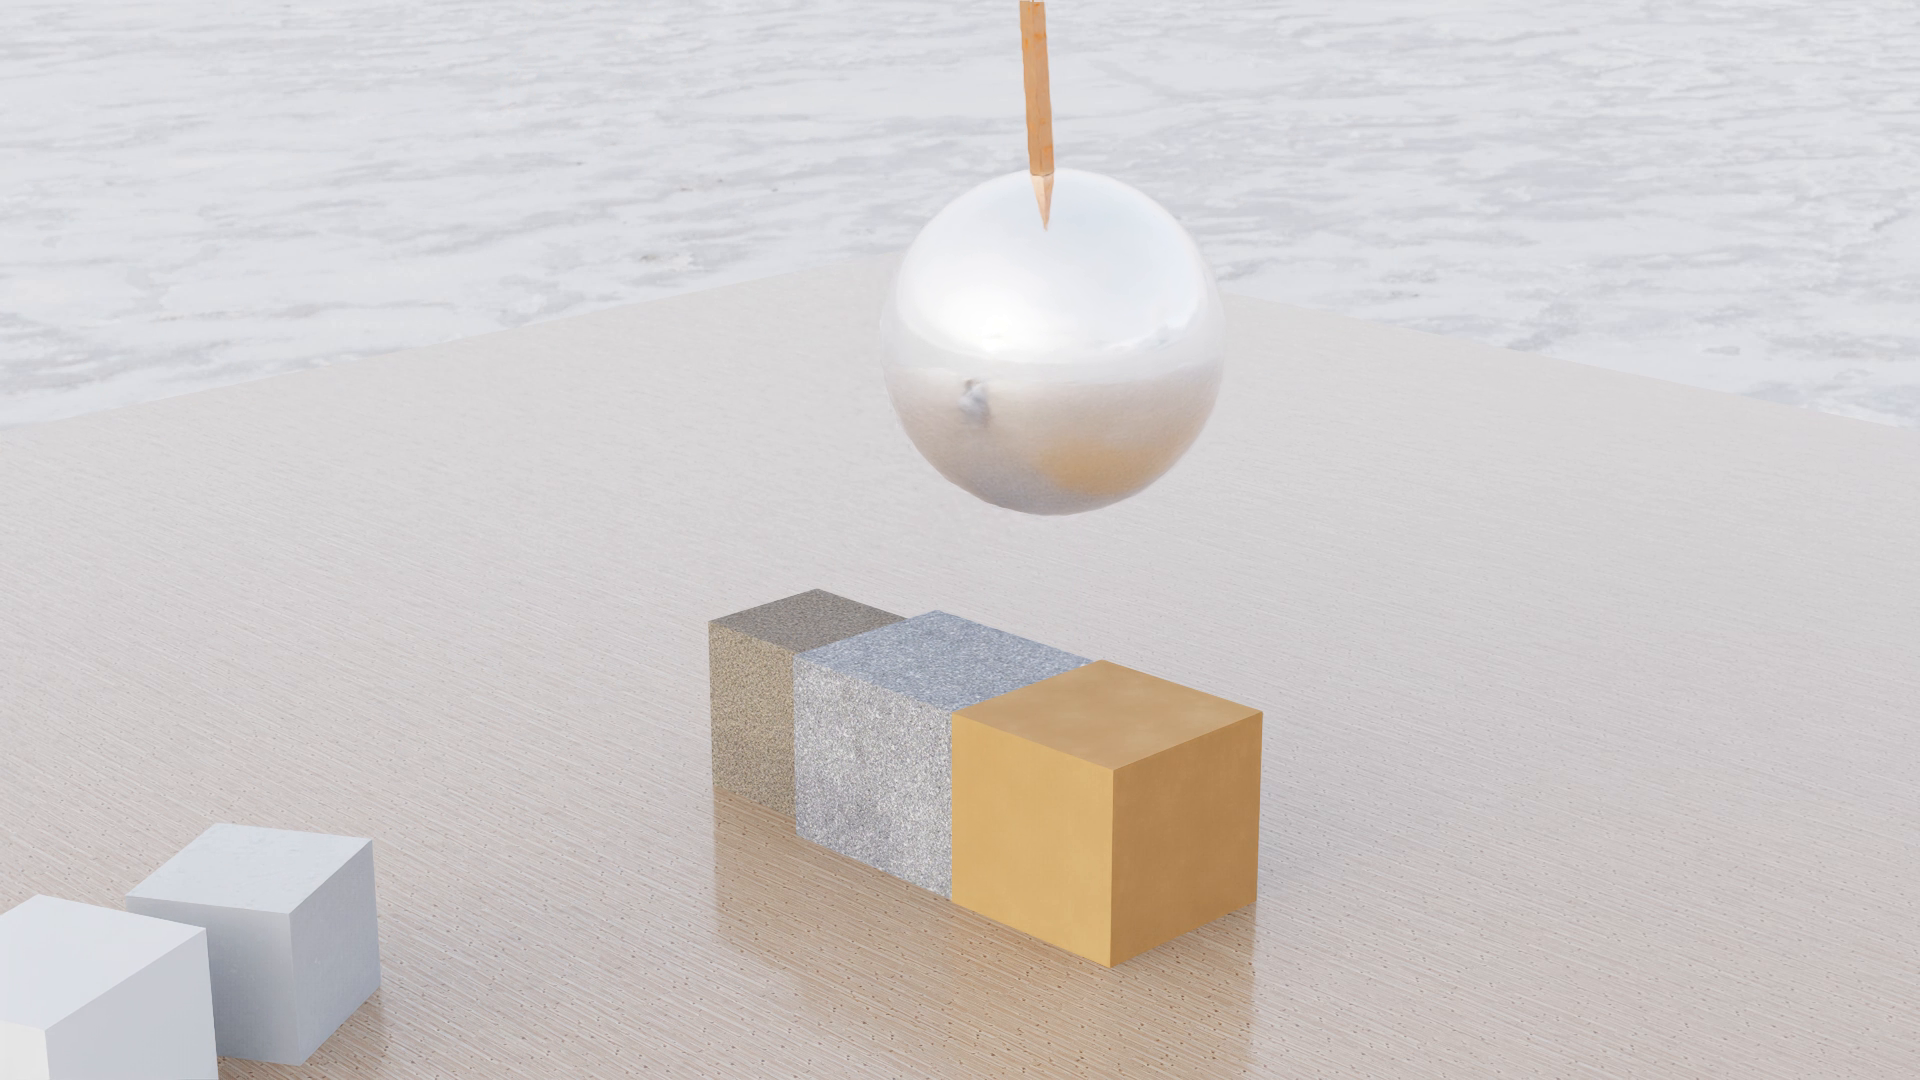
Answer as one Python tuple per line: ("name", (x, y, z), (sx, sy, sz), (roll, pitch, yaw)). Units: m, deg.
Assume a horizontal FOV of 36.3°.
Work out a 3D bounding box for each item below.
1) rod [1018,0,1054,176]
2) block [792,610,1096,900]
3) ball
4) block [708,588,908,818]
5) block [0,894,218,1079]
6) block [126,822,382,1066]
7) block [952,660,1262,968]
("rod", (0.186, -4.066, 12.258), (0.080, 5.200, 0.080), (17, 30, 42))
("block", (-0.072, 0.979, 13.727), (0.940, 0.901, 1.052), (-17, 24, -42))
("ball", (0.428, -0.912, 13.504), (1.600, 1.600, 1.600), (0, 17, 0))
("block", (-0.705, 0.805, 14.361), (0.714, 0.853, 0.754), (-17, 24, -42))
("block", (-3.385, 1.919, 10.920), (0.788, 0.790, 0.912), (7, 19, 22))
("block", (-2.879, 1.643, 12.010), (0.711, 0.664, 0.759), (4, 18, 13))
("block", (0.649, 1.190, 13.042), (0.981, 0.909, 0.959), (-17, 24, -42))
